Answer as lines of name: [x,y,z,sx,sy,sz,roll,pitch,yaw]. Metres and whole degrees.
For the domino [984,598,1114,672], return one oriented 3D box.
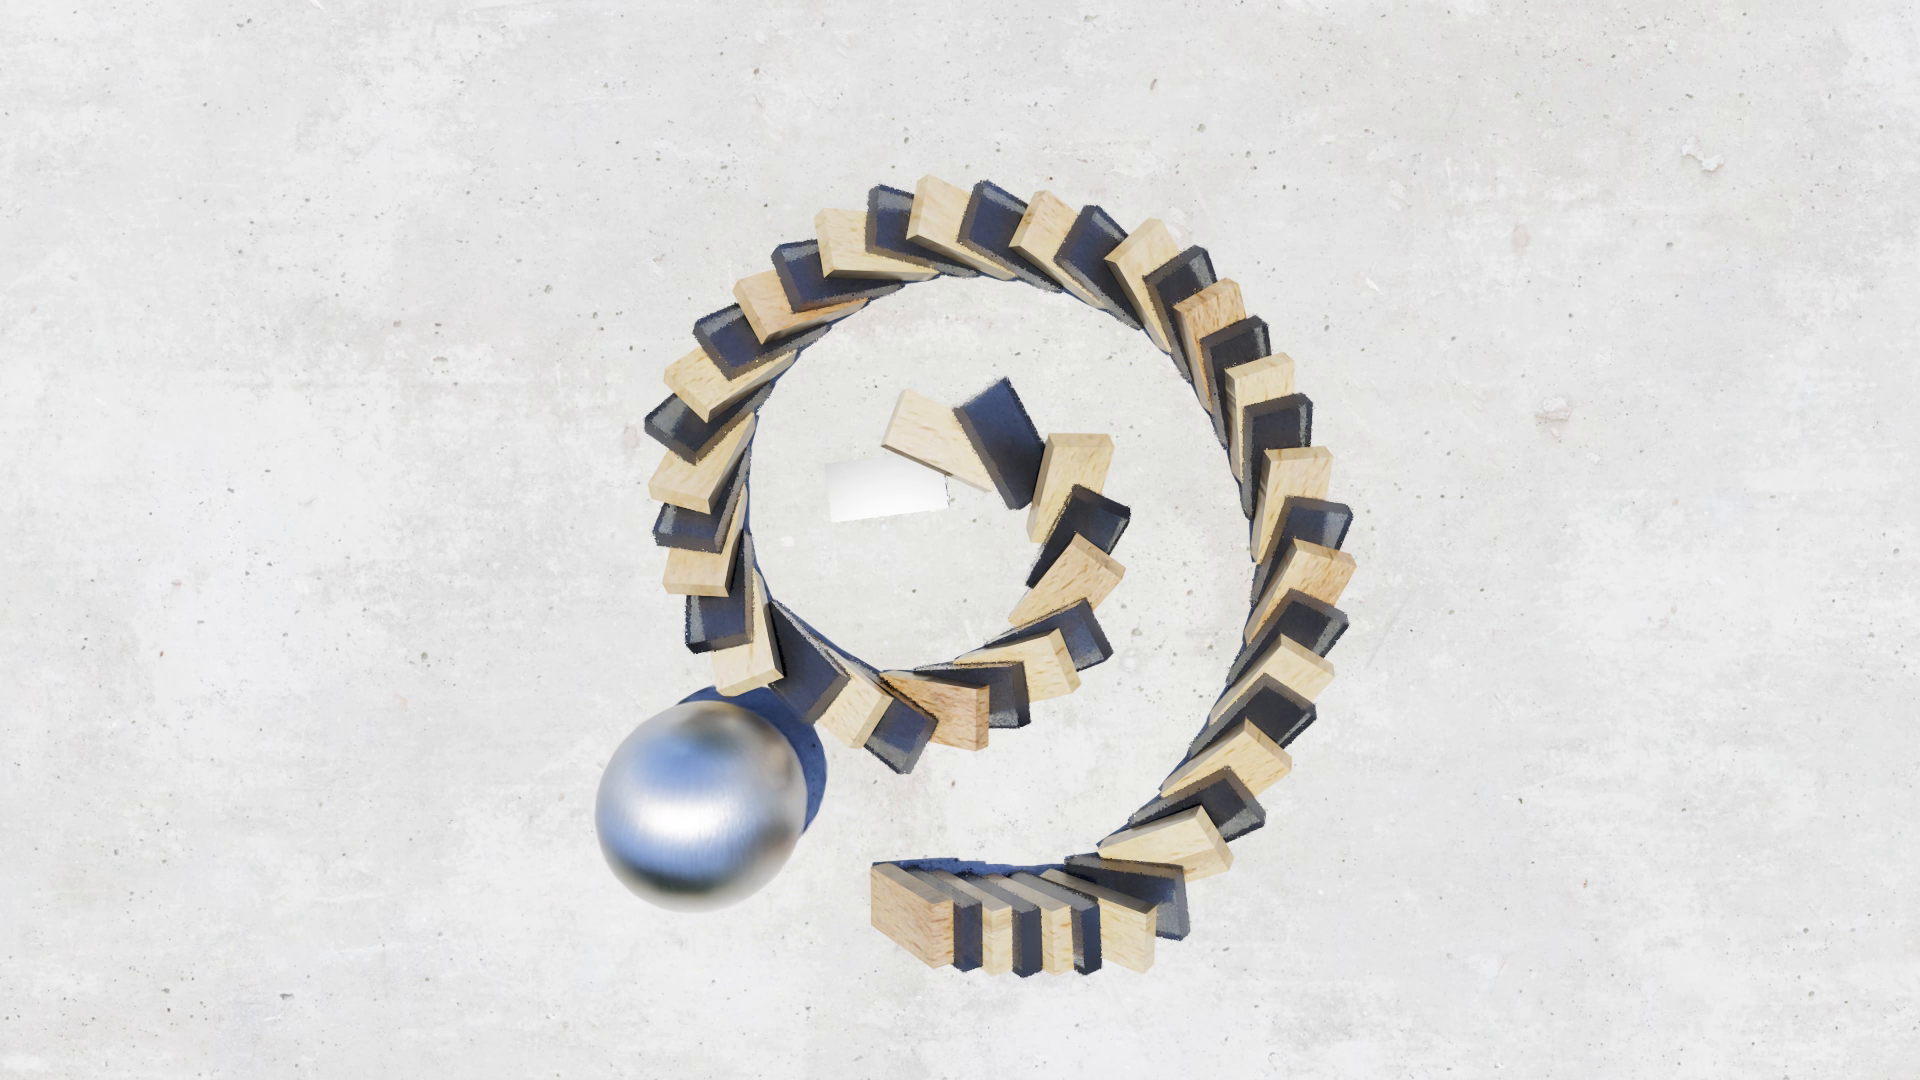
domino: [0.036,0.046,0.382,0.050,0.010,0.025,-28,90,35]

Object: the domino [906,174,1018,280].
domino: [0.003,-0.129,0.382,0.050,0.010,0.025,12,86,-32]

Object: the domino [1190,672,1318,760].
domino: [0.122,0.080,0.383,0.025,0.010,0.050,33,121,-1]

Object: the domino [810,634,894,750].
domino: [-0.054,0.062,0.383,0.050,0.009,0.025,32,90,31]

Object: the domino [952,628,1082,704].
domino: [0.023,0.055,0.381,0.050,0.010,0.025,-21,94,36]

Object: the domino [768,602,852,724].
domino: [-0.071,0.051,0.383,0.050,0.010,0.025,40,90,31]

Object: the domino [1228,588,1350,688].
domino: [0.136,0.046,0.383,0.025,0.009,0.050,25,121,0]

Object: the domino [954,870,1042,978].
domino: [0.014,0.157,0.377,0.009,0.050,0.025,-1,90,-34]

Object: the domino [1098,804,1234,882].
domino: [0.085,0.131,0.382,0.050,0.009,0.025,-33,90,34]

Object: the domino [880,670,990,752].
domino: [-0.011,0.070,0.381,0.050,0.010,0.025,3,94,35]

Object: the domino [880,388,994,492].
domino: [-0.006,-0.041,0.386,0.050,0.009,0.025,23,81,-17]

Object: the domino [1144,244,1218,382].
domino: [0.097,-0.093,0.381,0.025,0.009,0.050,-34,126,0]

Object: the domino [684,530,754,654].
domino: [-0.100,0.021,0.382,0.025,0.010,0.050,-11,58,3]

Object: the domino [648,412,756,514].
domino: [-0.106,-0.035,0.381,0.025,0.010,0.050,14,53,3]

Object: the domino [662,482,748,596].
domino: [-0.106,-0.001,0.383,0.025,0.009,0.050,3,59,0]

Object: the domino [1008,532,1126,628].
domino: [0.044,0.023,0.382,0.025,0.009,0.050,36,125,0]

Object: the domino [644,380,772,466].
domino: [-0.104,-0.056,0.381,0.025,0.010,0.050,34,56,3]

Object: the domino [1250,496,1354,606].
domino: [0.142,0.007,0.383,0.025,0.009,0.050,9,122,0]

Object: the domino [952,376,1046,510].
domino: [0.020,-0.040,0.385,0.025,0.009,0.050,-36,106,-21]

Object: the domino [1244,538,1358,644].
domino: [0.141,0.025,0.382,0.025,0.010,0.050,15,122,-2]

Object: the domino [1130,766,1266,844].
domino: [0.099,0.117,0.383,0.050,0.009,0.025,-39,90,30]

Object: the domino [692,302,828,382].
domino: [-0.083,-0.088,0.382,0.050,0.009,0.025,-36,87,-33]

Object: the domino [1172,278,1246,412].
domino: [0.108,-0.080,0.381,0.025,0.009,0.050,-29,126,-1]

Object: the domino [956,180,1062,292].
domino: [0.025,-0.126,0.383,0.050,0.009,0.025,18,90,-32]

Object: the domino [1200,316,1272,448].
domino: [0.117,-0.065,0.382,0.025,0.009,0.050,-23,126,0]

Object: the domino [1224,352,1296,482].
domino: [0.125,-0.050,0.381,0.025,0.009,0.050,-18,126,-2]

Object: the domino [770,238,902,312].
domino: [-0.051,-0.113,0.382,0.050,0.009,0.025,-22,90,-35]

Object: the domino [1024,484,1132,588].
domino: [0.049,0.003,0.381,0.025,0.010,0.050,23,126,-2]

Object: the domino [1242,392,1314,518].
domino: [0.132,-0.034,0.381,0.025,0.009,0.050,-14,125,-2]

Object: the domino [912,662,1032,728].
domino: [0.004,0.065,0.382,0.050,0.010,0.025,-8,90,36]

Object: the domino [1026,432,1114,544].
domino: [0.045,-0.021,0.378,0.025,0.010,0.050,-1,132,-12]

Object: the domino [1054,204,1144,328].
domino: [0.064,-0.113,0.382,0.050,0.009,0.025,30,90,-35]

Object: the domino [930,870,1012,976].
domino: [0.002,0.156,0.377,0.009,0.050,0.025,-1,90,-34]

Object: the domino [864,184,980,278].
domino: [-0.014,-0.128,0.382,0.050,0.009,0.025,4,89,-33]

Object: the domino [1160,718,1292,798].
domino: [0.111,0.099,0.383,0.025,0.009,0.050,40,121,0]

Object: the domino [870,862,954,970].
domino: [-0.021,0.153,0.377,0.009,0.050,0.025,-1,90,-34]

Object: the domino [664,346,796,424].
domino: [-0.095,-0.072,0.382,0.025,0.009,0.050,43,56,4]

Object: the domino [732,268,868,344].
domino: [-0.066,-0.102,0.383,0.050,0.010,0.025,-29,90,-32]

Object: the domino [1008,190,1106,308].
domino: [0.047,-0.121,0.384,0.050,0.010,0.025,26,90,-30]

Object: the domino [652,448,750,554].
domino: [-0.107,-0.019,0.381,0.025,0.009,0.050,7,52,2]

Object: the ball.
ball: [-0.100,0.104,0.360,0.080,0.080,0.080,0,90,0]

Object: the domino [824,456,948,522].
domino: [-0.031,-0.023,0.395,0.050,0.010,0.025,-7,90,0]

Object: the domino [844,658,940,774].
domino: [-0.035,0.073,0.383,0.050,0.010,0.025,30,93,31]

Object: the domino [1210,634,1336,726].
domino: [0.130,0.065,0.383,0.025,0.010,0.050,31,121,0]

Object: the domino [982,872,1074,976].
domino: [0.026,0.157,0.377,0.010,0.050,0.025,-3,89,-34]

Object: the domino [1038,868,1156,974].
domino: [0.056,0.157,0.380,0.050,0.009,0.025,6,98,37]

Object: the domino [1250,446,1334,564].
domino: [0.138,-0.014,0.382,0.025,0.009,0.050,-4,124,0]

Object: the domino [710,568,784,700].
domino: [-0.091,0.038,0.382,0.025,0.009,0.050,-22,57,2]

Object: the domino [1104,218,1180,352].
domino: [0.083,-0.105,0.382,0.025,0.009,0.050,-43,125,0]

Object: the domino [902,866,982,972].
domino: [-0.009,0.155,0.377,0.010,0.050,0.025,-1,90,-34]

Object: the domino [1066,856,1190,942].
domino: [0.069,0.148,0.381,0.050,0.009,0.025,-7,90,37]

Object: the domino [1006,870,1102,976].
domino: [0.037,0.156,0.377,0.009,0.050,0.025,-3,90,-34]

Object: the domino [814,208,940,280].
domino: [-0.034,-0.123,0.382,0.050,0.010,0.025,-9,88,-34]
